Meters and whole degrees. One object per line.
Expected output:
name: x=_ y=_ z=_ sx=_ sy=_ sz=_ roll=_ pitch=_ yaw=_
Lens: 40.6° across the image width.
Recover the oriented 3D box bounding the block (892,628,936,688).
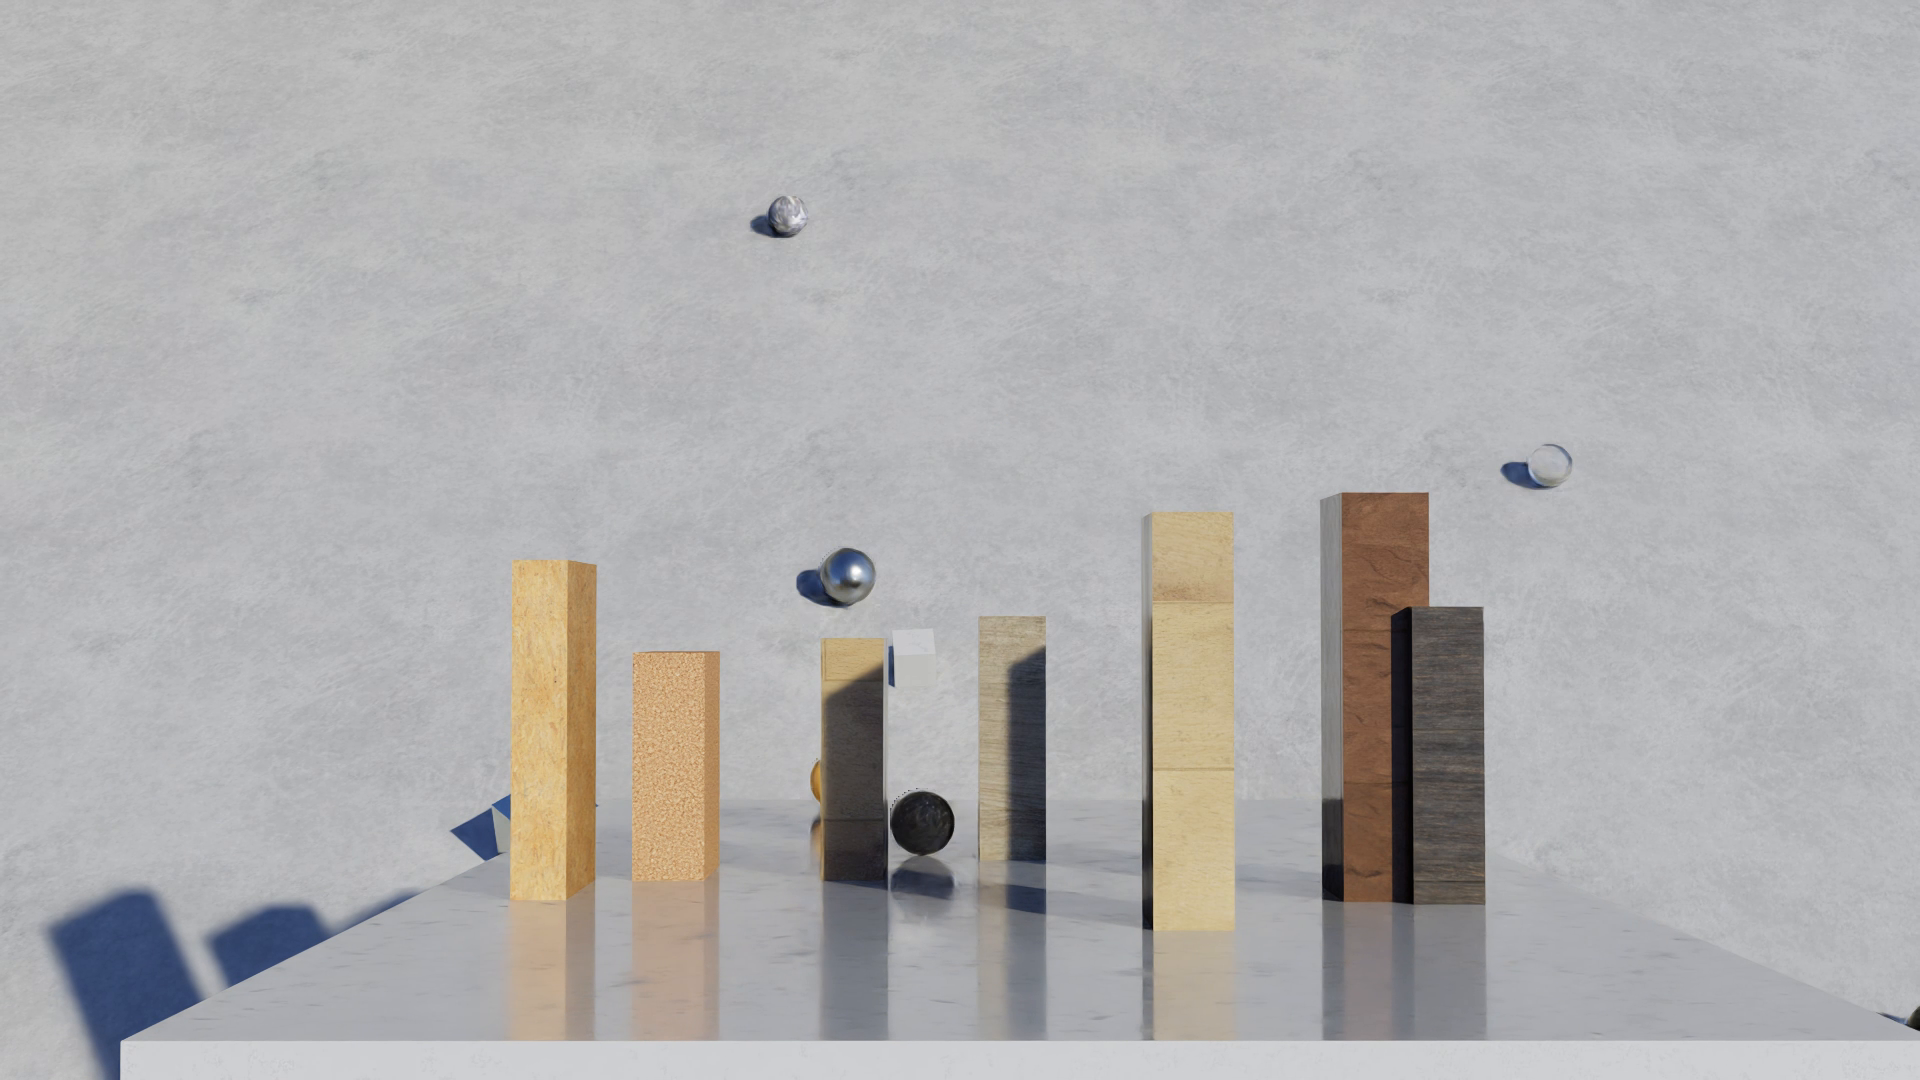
block: x=-0.131 y=0.335 z=7.382 sx=0.116 sy=0.116 sz=0.116 roll=-2 pitch=35 yaw=-4

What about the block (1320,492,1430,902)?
block: x=0.707 y=0.264 z=4.439 sx=0.145 sy=0.679 sz=0.258 roll=0 pitch=-2 yaw=0

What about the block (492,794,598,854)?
block: x=-1.062 y=0.761 z=6.713 sx=0.197 sy=0.197 sz=0.197 roll=-29 pitch=44 yaw=-34

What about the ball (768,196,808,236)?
ball: x=-0.628 y=-1.188 z=9.502 sx=0.146 sy=0.146 sz=0.146 roll=0 pitch=35 yaw=0

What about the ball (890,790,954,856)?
ball: x=-0.075 y=0.565 z=5.188 sx=0.129 sy=0.129 sz=0.129 roll=0 pitch=35 yaw=0

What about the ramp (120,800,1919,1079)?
ramp: x=0.078 y=0.668 z=4.851 sx=2.000 sy=0.100 sz=4.000 roll=0 pitch=-2 yaw=0

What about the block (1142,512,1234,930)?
block: x=0.351 y=0.276 z=4.026 sx=0.122 sy=0.628 sz=0.241 roll=0 pitch=-2 yaw=0

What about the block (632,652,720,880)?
block: x=-0.524 y=0.412 z=4.813 sx=0.129 sy=0.409 sz=0.293 roll=0 pitch=-2 yaw=0

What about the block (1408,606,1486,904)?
block: x=0.802 y=0.358 z=4.401 sx=0.118 sy=0.489 sz=0.272 roll=0 pitch=-2 yaw=0

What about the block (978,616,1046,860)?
block: x=0.103 y=0.394 z=5.283 sx=0.130 sy=0.477 sz=0.395 roll=0 pitch=-2 yaw=0

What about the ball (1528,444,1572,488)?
ball: x=1.855 y=-0.234 z=8.166 sx=0.137 sy=0.137 sz=0.137 roll=0 pitch=35 yaw=0

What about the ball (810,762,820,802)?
ball: x=-0.316 y=0.611 z=6.593 sx=0.131 sy=0.131 sz=0.131 roll=0 pitch=35 yaw=0

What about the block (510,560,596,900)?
block: x=-0.704 y=0.323 z=4.517 sx=0.093 sy=0.568 sz=0.349 roll=0 pitch=-2 yaw=0

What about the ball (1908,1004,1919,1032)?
ball: x=2.338 y=1.173 z=6.130 sx=0.200 sy=0.200 sz=0.200 roll=0 pitch=35 yaw=0

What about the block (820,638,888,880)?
block: x=-0.194 y=0.400 z=4.834 sx=0.112 sy=0.434 sz=0.320 roll=0 pitch=-2 yaw=0

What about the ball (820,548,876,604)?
ball: x=-0.330 y=0.106 z=7.664 sx=0.164 sy=0.164 sz=0.164 roll=0 pitch=35 yaw=0
